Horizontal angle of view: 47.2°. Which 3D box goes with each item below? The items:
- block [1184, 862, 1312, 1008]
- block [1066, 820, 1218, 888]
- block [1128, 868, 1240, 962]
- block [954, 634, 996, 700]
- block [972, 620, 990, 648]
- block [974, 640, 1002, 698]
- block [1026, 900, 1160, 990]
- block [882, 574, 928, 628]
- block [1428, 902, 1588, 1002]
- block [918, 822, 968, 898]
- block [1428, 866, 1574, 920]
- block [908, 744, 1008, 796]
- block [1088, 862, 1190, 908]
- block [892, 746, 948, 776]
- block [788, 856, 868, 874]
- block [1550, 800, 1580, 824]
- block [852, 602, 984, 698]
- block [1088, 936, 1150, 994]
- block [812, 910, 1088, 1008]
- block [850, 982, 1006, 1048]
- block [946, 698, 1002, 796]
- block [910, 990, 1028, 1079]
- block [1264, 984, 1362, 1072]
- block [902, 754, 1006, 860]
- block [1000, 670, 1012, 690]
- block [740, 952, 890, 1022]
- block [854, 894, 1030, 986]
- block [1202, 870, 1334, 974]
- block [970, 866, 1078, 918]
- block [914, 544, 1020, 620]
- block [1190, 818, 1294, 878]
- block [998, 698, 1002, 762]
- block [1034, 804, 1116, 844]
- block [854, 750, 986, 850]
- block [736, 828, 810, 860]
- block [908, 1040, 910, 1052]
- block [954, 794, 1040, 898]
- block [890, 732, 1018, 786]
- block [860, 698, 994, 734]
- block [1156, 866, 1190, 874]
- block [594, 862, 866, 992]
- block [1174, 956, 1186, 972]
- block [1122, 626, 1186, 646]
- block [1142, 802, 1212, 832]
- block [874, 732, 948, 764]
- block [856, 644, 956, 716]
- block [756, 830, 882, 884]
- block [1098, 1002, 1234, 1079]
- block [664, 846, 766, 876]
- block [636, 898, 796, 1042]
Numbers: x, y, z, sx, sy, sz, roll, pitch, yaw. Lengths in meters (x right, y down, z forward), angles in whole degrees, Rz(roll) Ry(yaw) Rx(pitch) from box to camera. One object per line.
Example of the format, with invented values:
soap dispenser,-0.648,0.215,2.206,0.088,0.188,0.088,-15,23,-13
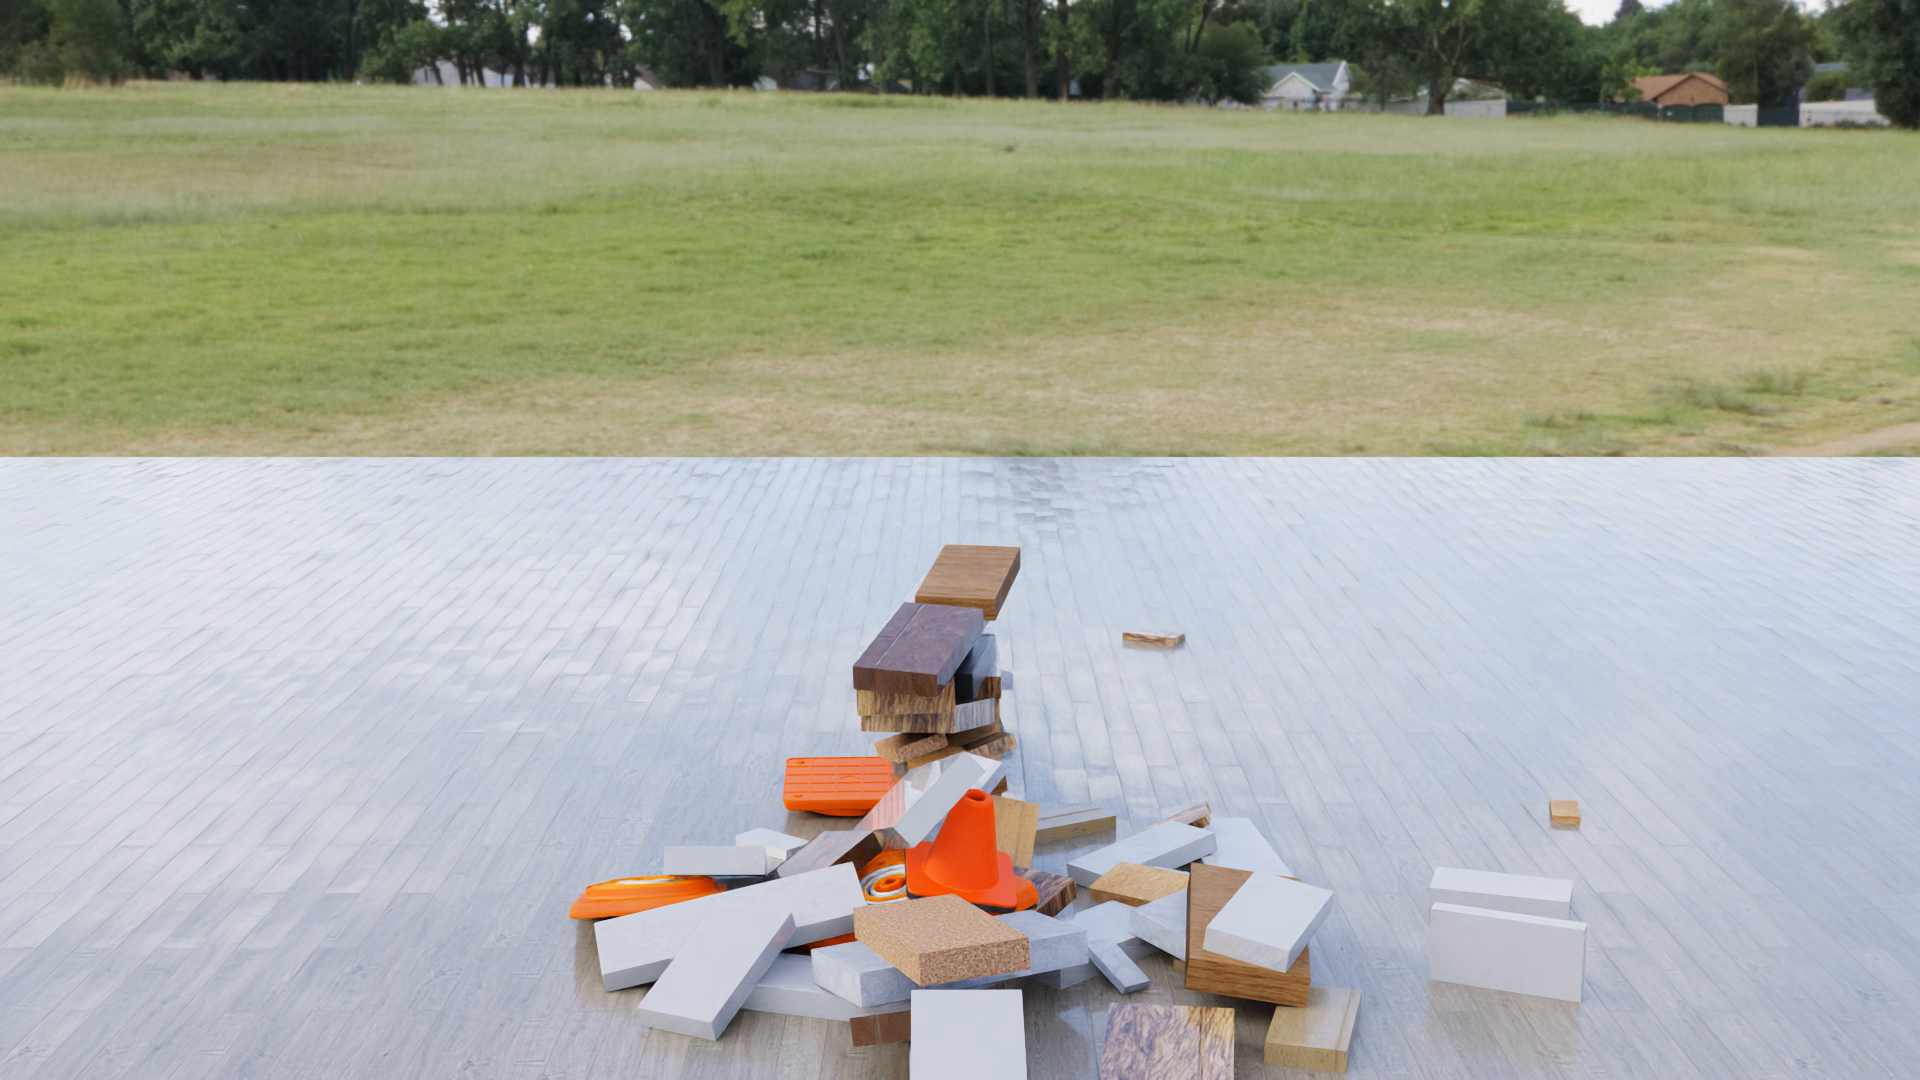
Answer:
block,0.426,0.583,3.276,0.172,0.049,0.345,8,15,4
block,0.310,0.539,3.739,0.233,0.033,0.117,-17,13,-32
block,0.401,0.585,3.425,0.134,0.038,0.267,22,22,41
block,-0.037,0.248,4.349,0.174,0.049,0.347,0,10,8
block,-0.019,0.175,4.511,0.126,0.036,0.252,0,10,8
block,0.001,0.265,4.515,0.161,0.046,0.322,-2,11,0
block,0.197,0.622,3.393,0.267,0.038,0.134,-10,15,-44
block,-0.033,0.140,4.275,0.154,0.044,0.309,3,19,14
block,0.810,0.610,3.258,0.222,0.111,0.031,5,11,24
block,-0.020,0.525,3.731,0.101,0.029,0.202,-2,33,-4
block,0.892,0.582,3.626,0.222,0.031,0.111,3,11,18
block,-0.006,0.417,3.900,0.101,0.029,0.202,-14,16,-22
block,0.301,0.563,3.546,0.175,0.025,0.087,4,27,45
block,-0.074,0.398,4.114,0.095,0.027,0.191,-19,3,3
block,-0.228,0.559,3.789,0.127,0.018,0.063,-2,11,-12
block,1.124,0.505,4.087,0.050,0.014,0.101,2,11,12
block,-0.072,0.196,3.988,0.154,0.044,0.309,5,21,15
block,0.232,0.634,3.279,0.050,0.014,0.101,-5,35,-38
block,-0.014,0.604,3.190,0.362,0.049,0.172,-5,4,-26
block,-0.039,0.646,3.005,0.134,0.038,0.267,-11,-7,17
block,-0.002,0.407,4.261,0.161,0.046,0.322,-2,28,1
block,0.010,0.663,2.697,0.141,0.040,0.283,0,30,-1
block,0.497,0.682,3.087,0.111,0.031,0.222,3,11,15
block,-0.016,0.452,3.744,0.087,0.025,0.210,11,49,42
block,0.020,0.307,4.925,0.126,0.036,0.359,-1,1,-10
block,-0.201,0.655,3.219,0.265,0.037,0.132,3,11,16
block,-0.030,0.563,3.114,0.158,0.045,0.315,-5,4,-19
block,0.455,0.557,3.225,0.123,0.035,0.246,13,16,22
block,0.074,0.590,3.474,0.117,0.033,0.233,7,22,33
block,0.018,0.081,4.312,0.154,0.044,0.309,2,19,10
block,0.474,0.555,3.755,0.132,0.037,0.398,-1,11,-6
block,0.000,0.364,4.456,0.161,0.046,0.322,-1,25,1
block,0.188,0.515,4.003,0.175,0.025,0.087,-6,12,-30
block,-0.079,0.432,3.583,0.158,0.045,0.614,-46,1,-12
block,-0.330,0.538,3.899,0.127,0.018,0.063,9,14,40
block,0.004,0.688,2.874,0.141,0.040,0.283,0,-1,-2
block,0.064,0.517,3.696,0.117,0.033,0.233,12,32,1
block,-0.012,0.408,4.072,0.223,0.027,0.095,-20,3,-17
block,-0.056,0.326,4.127,0.174,0.049,0.347,0,-2,13
block,0.351,0.579,3.575,0.070,0.020,0.140,11,21,0
block,-0.344,0.582,3.322,0.403,0.035,0.123,-12,31,-9
block,0.397,0.639,3.349,0.140,0.020,0.070,1,11,8
block,0.484,0.241,5.495,0.140,0.020,0.070,6,12,29
block,0.382,0.507,3.886,0.127,0.018,0.063,-27,13,16
block,-0.092,0.378,4.073,0.095,0.027,0.191,-20,3,-14
block,-0.101,0.253,4.056,0.174,0.049,0.347,-2,10,-2
block,-0.259,0.547,3.484,0.132,0.037,0.265,-9,20,48
block,0.275,0.706,2.911,0.172,0.049,0.345,1,11,7
block,-0.396,0.526,3.596,0.158,0.045,0.315,1,-9,-4
block,-0.350,0.619,3.185,0.123,0.035,0.246,5,32,25
